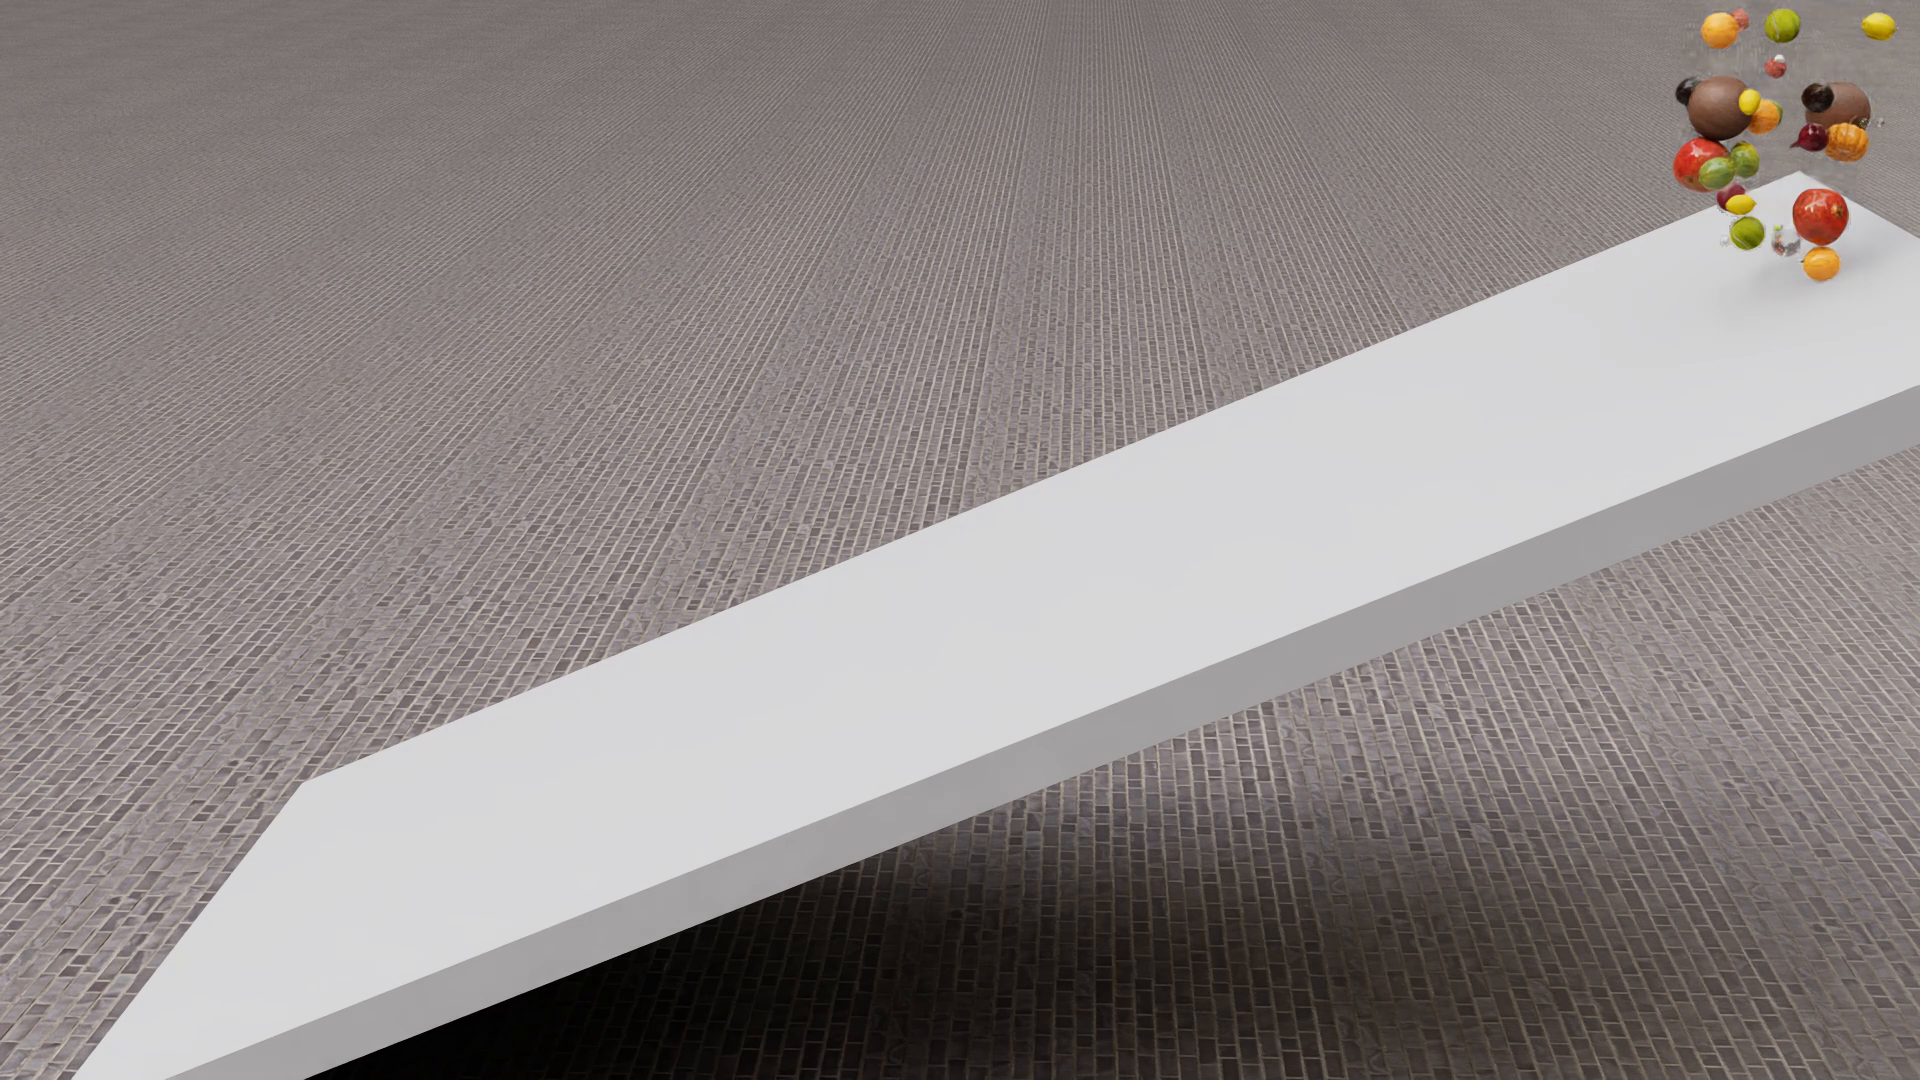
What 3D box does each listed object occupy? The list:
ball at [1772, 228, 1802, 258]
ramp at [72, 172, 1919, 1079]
[{"bbox_3d":[1.622,-0.583,5.772,0.056,0.056,0.056,0,15,0],"label":"ball"},{"bbox_3d":[0.129,0.171,6.286,4.000,0.100,2.000,-22,13,8],"label":"ramp"}]
